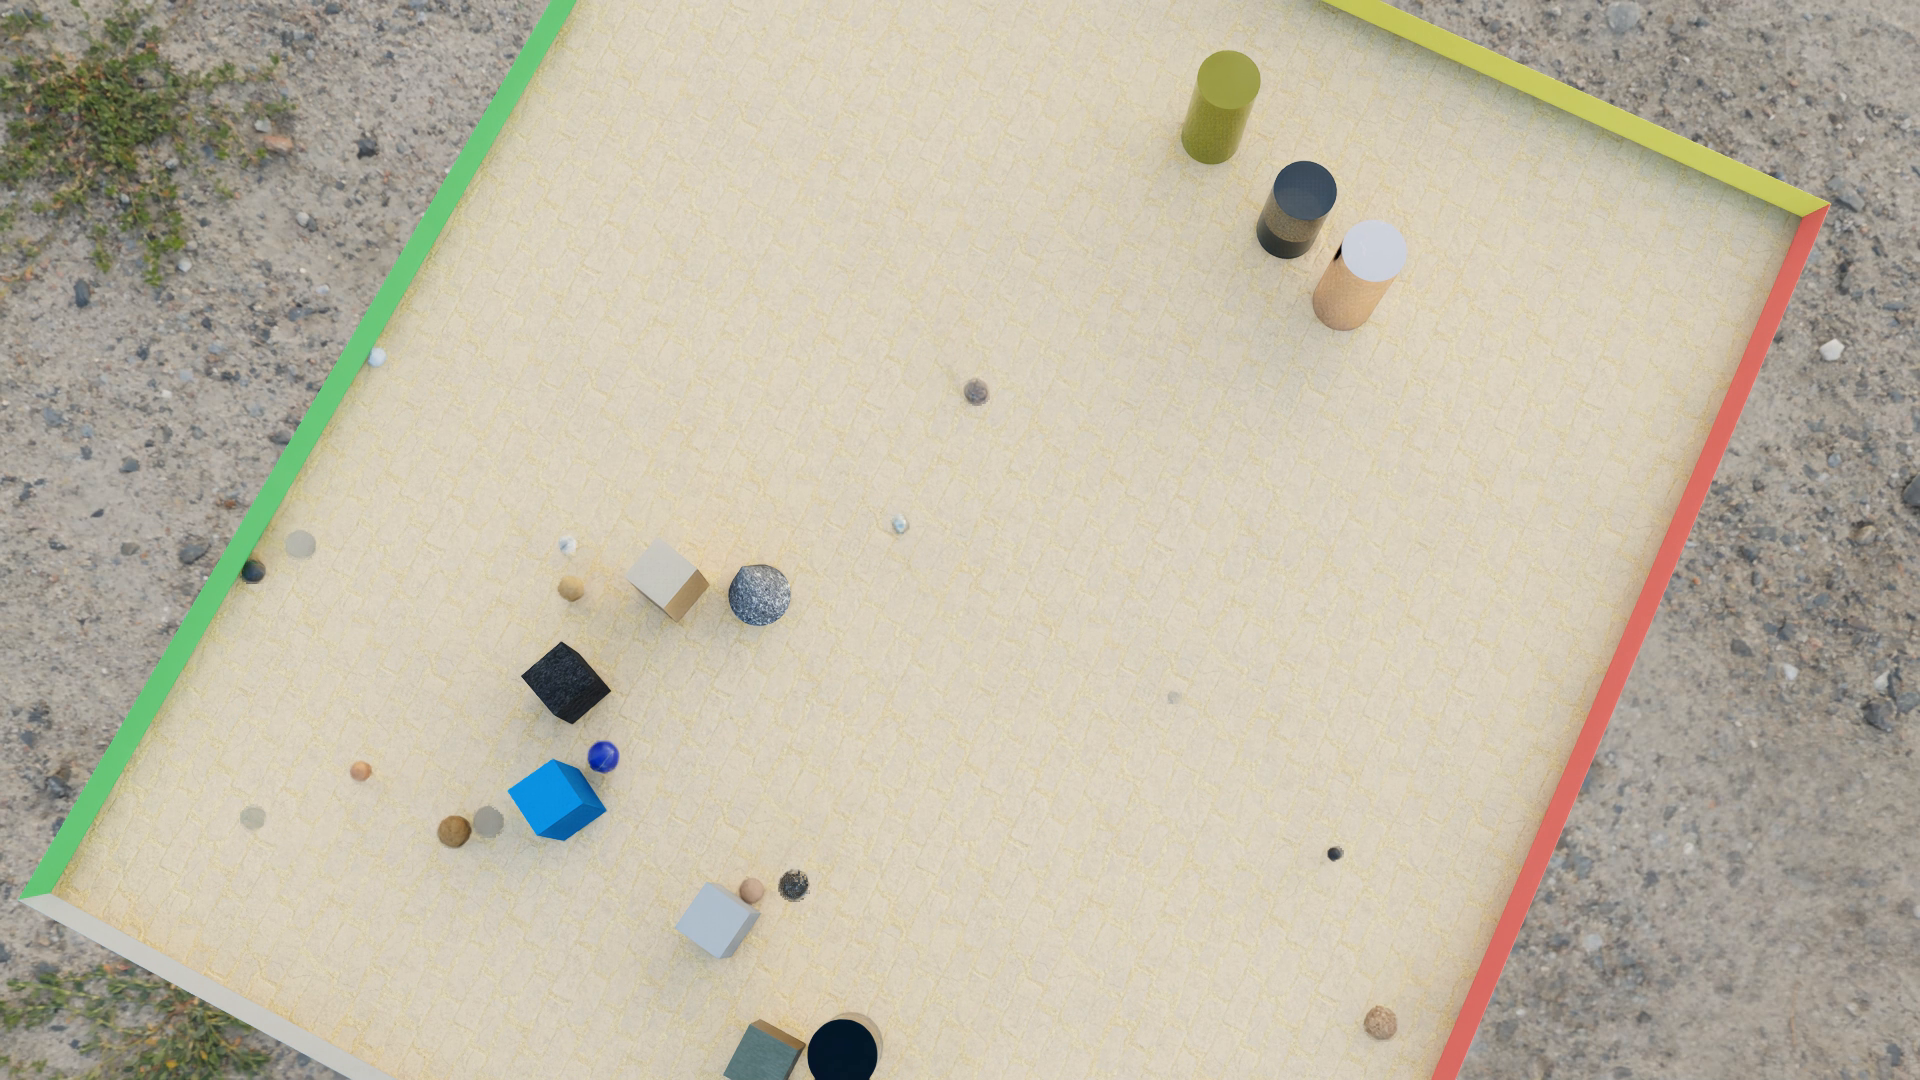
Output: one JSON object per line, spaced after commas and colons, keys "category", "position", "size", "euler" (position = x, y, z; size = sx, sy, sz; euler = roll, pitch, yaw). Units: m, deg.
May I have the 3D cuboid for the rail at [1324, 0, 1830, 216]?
{"category": "rail", "position": [0.958, -1.870, 5.939], "size": [3.902, 0.124, 0.045], "euler": [26, 80, 5]}

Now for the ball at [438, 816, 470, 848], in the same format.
{"category": "ball", "position": [-1.487, 0.857, 5.391], "size": [0.094, 0.094, 0.094], "euler": [0, 78, 0]}

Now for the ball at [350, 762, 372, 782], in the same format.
{"category": "ball", "position": [-1.779, 0.687, 5.444], "size": [0.060, 0.060, 0.060], "euler": [0, 78, 0]}

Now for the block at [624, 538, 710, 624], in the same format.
{"category": "block", "position": [-0.869, 0.121, 5.453], "size": [0.153, 0.271, 0.153], "euler": [38, 81, 7]}

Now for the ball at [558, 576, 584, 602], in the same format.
{"category": "ball", "position": [-1.177, 0.147, 5.546], "size": [0.078, 0.078, 0.078], "euler": [0, 78, 0]}

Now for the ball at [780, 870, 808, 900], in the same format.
{"category": "ball", "position": [-0.485, 1.008, 5.364], "size": [0.085, 0.085, 0.085], "euler": [0, 78, 0]}

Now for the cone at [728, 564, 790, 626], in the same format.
{"category": "cone", "position": [-0.610, 0.121, 5.355], "size": [0.191, 0.463, 0.191], "euler": [0, 78, 0]}

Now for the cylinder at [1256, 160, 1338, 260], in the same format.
{"category": "cylinder", "position": [1.036, -1.016, 5.659], "size": [0.191, 0.329, 0.191], "euler": [0, 78, 0]}

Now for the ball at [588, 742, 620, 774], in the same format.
{"category": "ball", "position": [-1.057, 0.644, 5.435], "size": [0.095, 0.095, 0.095], "euler": [0, 78, 0]}

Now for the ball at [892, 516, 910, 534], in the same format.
{"category": "ball", "position": [-0.181, -0.047, 5.600], "size": [0.052, 0.052, 0.052], "euler": [0, 78, 0]}

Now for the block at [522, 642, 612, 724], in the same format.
{"category": "block", "position": [-1.158, 0.423, 5.400], "size": [0.153, 0.252, 0.153], "euler": [-41, 81, -8]}

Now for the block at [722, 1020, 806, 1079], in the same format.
{"category": "block", "position": [-0.548, 1.464, 5.169], "size": [0.153, 0.282, 0.153], "euler": [27, 80, 5]}

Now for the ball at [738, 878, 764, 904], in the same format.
{"category": "ball", "position": [-0.610, 1.027, 5.366], "size": [0.075, 0.075, 0.075], "euler": [0, 78, 0]}

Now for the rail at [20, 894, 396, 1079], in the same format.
{"category": "rail", "position": [-0.958, 1.883, 5.163], "size": [3.902, 0.124, 0.045], "euler": [26, 80, 5]}

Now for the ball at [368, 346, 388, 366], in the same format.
{"category": "ball", "position": [-1.814, -0.572, 5.705], "size": [0.059, 0.059, 0.059], "euler": [0, 78, 0]}

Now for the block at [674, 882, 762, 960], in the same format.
{"category": "block", "position": [-0.690, 1.089, 5.245], "size": [0.153, 0.286, 0.153], "euler": [34, 80, 7]}

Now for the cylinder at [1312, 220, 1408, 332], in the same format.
{"category": "cylinder", "position": [1.204, -0.795, 5.548], "size": [0.191, 0.456, 0.191], "euler": [0, 78, 0]}

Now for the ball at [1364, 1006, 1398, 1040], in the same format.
{"category": "ball", "position": [1.214, 1.392, 5.280], "size": [0.095, 0.095, 0.095], "euler": [0, 78, 0]}

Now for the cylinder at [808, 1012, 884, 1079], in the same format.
{"category": "cylinder", "position": [-0.317, 1.428, 5.128], "size": [0.191, 0.379, 0.191], "euler": [0, 78, 0]}

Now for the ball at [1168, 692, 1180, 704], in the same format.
{"category": "ball", "position": [0.642, 0.473, 5.498], "size": [0.041, 0.041, 0.041], "euler": [0, 78, 0]}

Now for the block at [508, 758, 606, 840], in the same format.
{"category": "block", "position": [-1.156, 0.752, 5.278], "size": [0.153, 0.359, 0.153], "euler": [-35, 80, -7]}

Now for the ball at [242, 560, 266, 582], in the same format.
{"category": "ball", "position": [-2.143, 0.095, 5.561], "size": [0.069, 0.069, 0.069], "euler": [0, 78, 0]}

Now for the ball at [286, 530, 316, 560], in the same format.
{"category": "ball", "position": [-2.002, 0.014, 5.568], "size": [0.088, 0.088, 0.088], "euler": [0, 78, 0]}

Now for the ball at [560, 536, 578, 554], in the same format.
{"category": "ball", "position": [-1.194, 0.015, 5.586], "size": [0.053, 0.053, 0.053], "euler": [0, 78, 0]}

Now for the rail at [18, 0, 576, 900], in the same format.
{"category": "rail", "position": [-1.724, -0.837, 5.725], "size": [0.045, 0.124, 4.332], "euler": [26, 80, 5]}

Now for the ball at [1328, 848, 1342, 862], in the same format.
{"category": "ball", "position": [1.103, 0.926, 5.404], "size": [0.041, 0.041, 0.041], "euler": [0, 78, 0]}

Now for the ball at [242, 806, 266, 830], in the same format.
{"category": "ball", "position": [-2.086, 0.822, 5.412], "size": [0.068, 0.068, 0.068], "euler": [0, 78, 0]}

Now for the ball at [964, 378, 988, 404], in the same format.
{"category": "ball", "position": [0.050, -0.462, 5.672], "size": [0.078, 0.078, 0.078], "euler": [0, 78, 0]}

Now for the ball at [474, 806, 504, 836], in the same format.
{"category": "ball", "position": [-1.389, 0.827, 5.400], "size": [0.089, 0.089, 0.089], "euler": [0, 78, 0]}

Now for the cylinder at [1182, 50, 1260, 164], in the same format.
{"category": "cylinder", "position": [0.805, -1.336, 5.684], "size": [0.191, 0.409, 0.191], "euler": [0, 78, 0]}

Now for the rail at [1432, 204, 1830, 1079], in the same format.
{"category": "rail", "position": [1.724, 0.851, 5.376], "size": [0.045, 0.124, 4.332], "euler": [26, 80, 5]}
